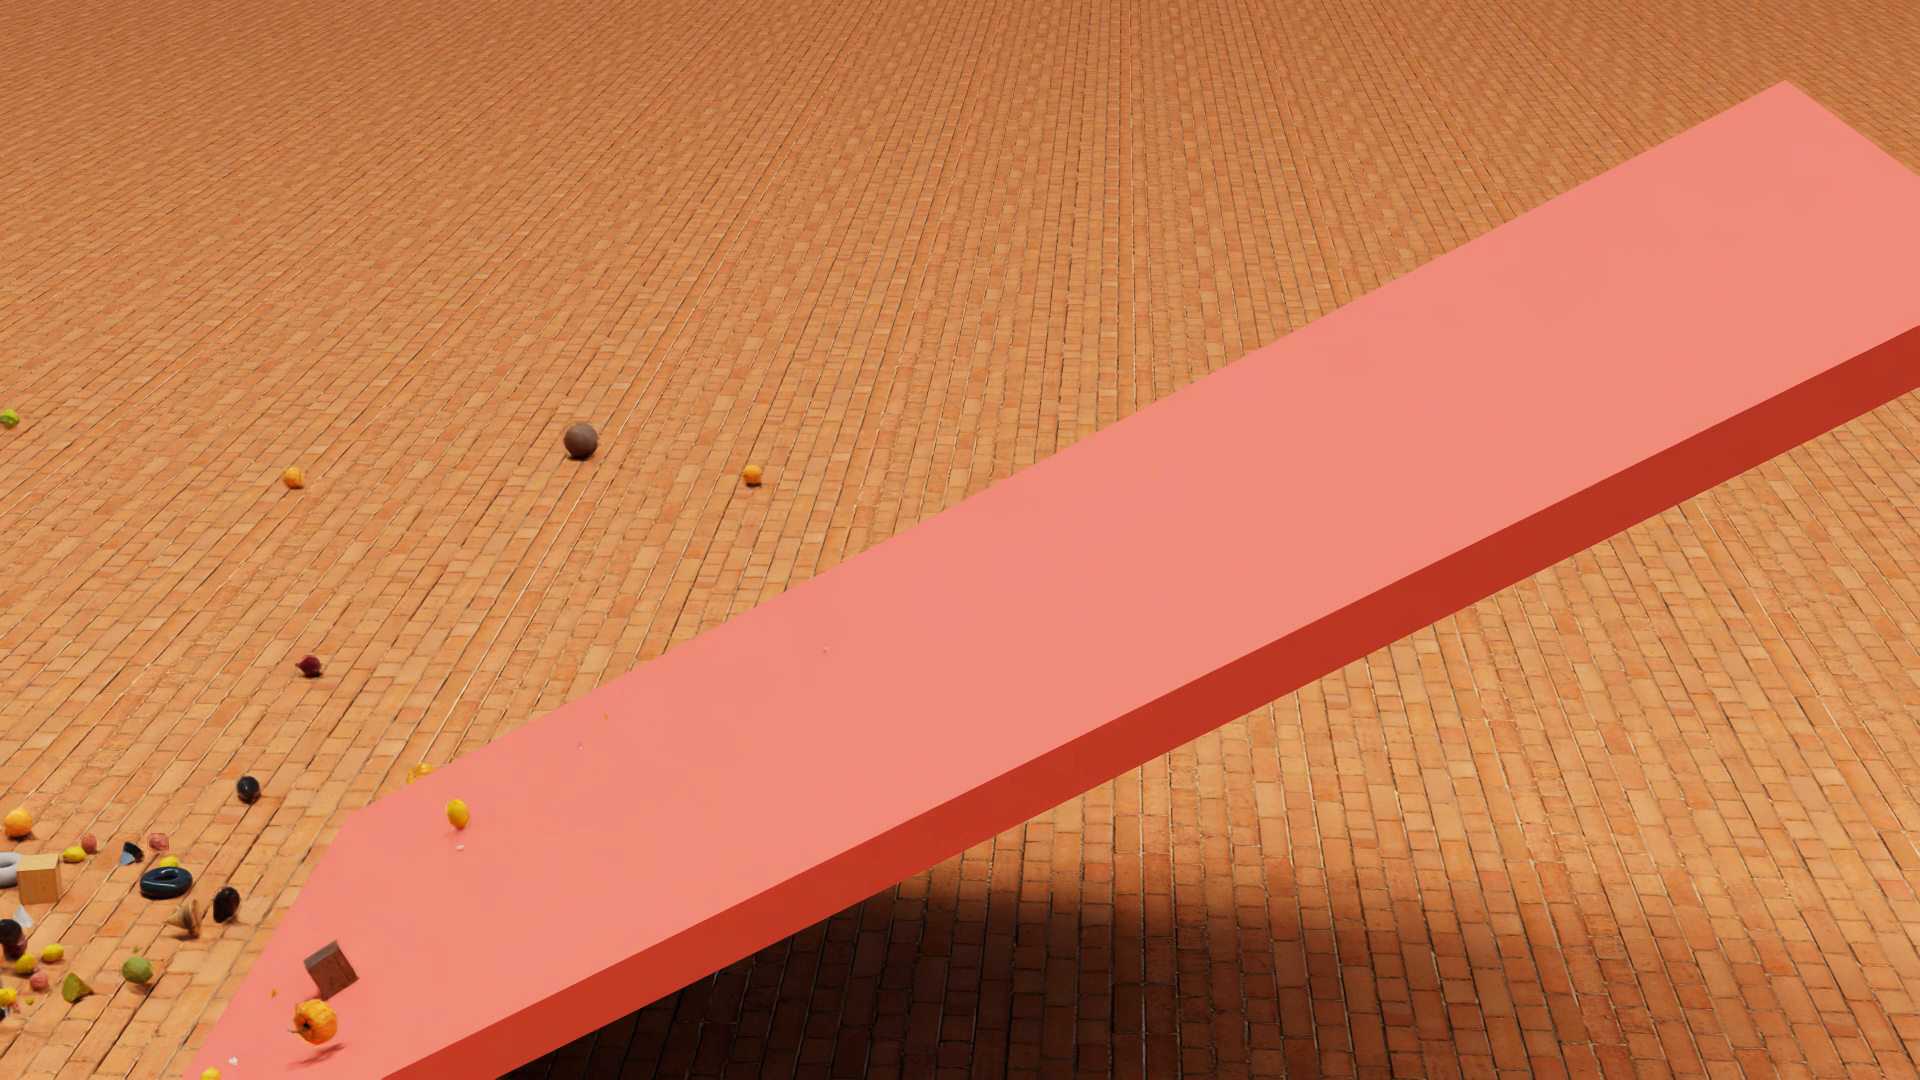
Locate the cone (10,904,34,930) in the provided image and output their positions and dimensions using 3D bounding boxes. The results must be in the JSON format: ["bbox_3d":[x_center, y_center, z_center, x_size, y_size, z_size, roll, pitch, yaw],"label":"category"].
[{"bbox_3d":[-2.290,0.911,7.173,0.057,0.057,0.057,0,18,0],"label":"cone"}]

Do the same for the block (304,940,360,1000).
[{"bbox_3d":[-1.337,0.914,6.255,0.080,0.080,0.080,-32,14,-11],"label":"block"}]

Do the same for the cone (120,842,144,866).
[{"bbox_3d":[-2.131,0.815,7.523,0.059,0.059,0.059,10,47,28],"label":"cone"}]

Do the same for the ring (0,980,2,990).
[{"bbox_3d":[-2.291,1.036,6.796,0.150,0.050,0.150,1,17,0],"label":"ring"}]

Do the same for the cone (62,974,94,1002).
[{"bbox_3d":[-2.032,1.041,6.812,0.066,0.066,0.066,17,-2,42],"label":"cone"}]

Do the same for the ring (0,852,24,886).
[{"bbox_3d":[-2.419,0.833,7.432,0.146,0.049,0.146,1,19,0],"label":"ring"}]

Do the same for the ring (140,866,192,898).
[{"bbox_3d":[-1.988,0.857,7.366,0.131,0.044,0.131,1,18,0],"label":"ring"}]

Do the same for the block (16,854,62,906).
[{"bbox_3d":[-2.292,0.845,7.323,0.092,0.092,0.092,-3,18,-10],"label":"block"}]

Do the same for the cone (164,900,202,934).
[{"bbox_3d":[-1.885,0.917,7.106,0.085,0.085,0.085,-9,18,-2],"label":"cone"}]

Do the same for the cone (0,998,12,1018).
[{"bbox_3d":[-2.196,1.060,6.718,0.051,0.051,0.051,0,18,0],"label":"cone"}]

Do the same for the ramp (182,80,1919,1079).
[{"bbox_3d":[0.141,0.167,6.282,4.000,0.100,2.000,-27,14,11],"label":"ramp"}]
